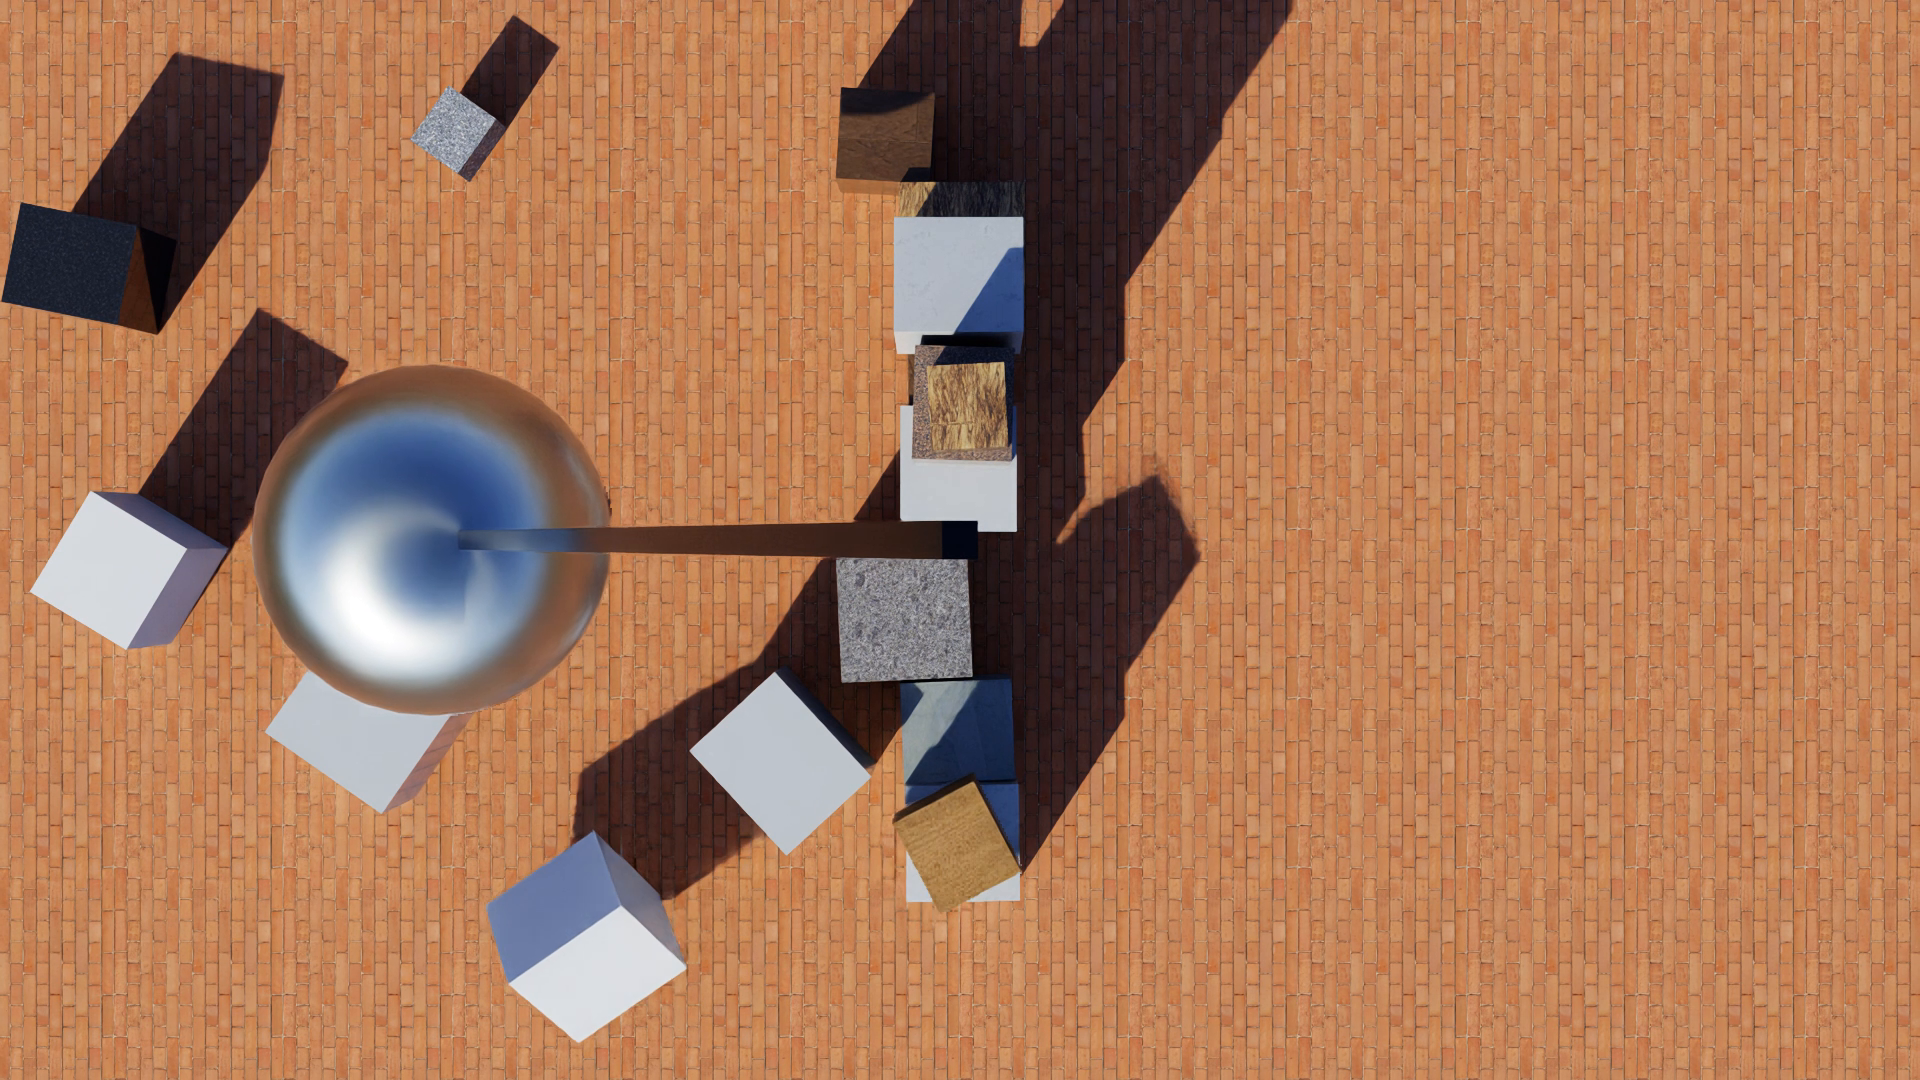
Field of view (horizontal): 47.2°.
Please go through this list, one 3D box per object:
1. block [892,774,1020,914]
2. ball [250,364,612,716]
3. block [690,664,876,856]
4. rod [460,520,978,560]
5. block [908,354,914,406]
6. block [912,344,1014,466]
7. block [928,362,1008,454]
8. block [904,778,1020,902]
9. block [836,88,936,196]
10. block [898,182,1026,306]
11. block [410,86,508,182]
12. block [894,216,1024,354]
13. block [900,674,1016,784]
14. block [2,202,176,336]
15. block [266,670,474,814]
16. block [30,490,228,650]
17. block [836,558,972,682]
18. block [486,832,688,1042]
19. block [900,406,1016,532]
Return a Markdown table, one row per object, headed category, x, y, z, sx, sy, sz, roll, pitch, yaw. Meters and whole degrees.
| category | x | y | z | sx | sy | sz | roll | pitch | yaw |
| --- | --- | --- | --- | --- | --- | --- | --- | --- | --- |
| block | -0.021 | 1.670 | 12.147 | 0.495 | 0.460 | 0.556 | -28 | 90 | -1 |
| ball | -2.392 | 0.000 | 10.015 | 1.600 | 1.600 | 1.600 | 0 | 90 | 0 |
| block | -0.998 | 1.244 | 12.613 | 0.646 | 0.774 | 0.796 | -43 | 90 | 0 |
| rod | -1.037 | 0.000 | 6.897 | 0.080 | 5.200 | 0.080 | 0 | 90 | -23 |
| block | 0.002 | -1.040 | 12.698 | 0.583 | 0.604 | 0.563 | 0 | 90 | 0 |
| block | 0.018 | -0.730 | 12.050 | 0.534 | 0.607 | 0.608 | 2 | 90 | 0 |
| block | 0.040 | -0.688 | 11.529 | 0.396 | 0.434 | 0.434 | -3 | 90 | 0 |
| block | 0.013 | 1.707 | 12.686 | 0.641 | 0.628 | 0.653 | -1 | 90 | 0 |
| block | -0.424 | -2.298 | 12.744 | 0.534 | 0.512 | 0.518 | 3 | 90 | 0 |
| block | 0.011 | -1.676 | 12.713 | 0.710 | 0.573 | 0.696 | 0 | 90 | 0 |
| block | -2.926 | -2.370 | 12.846 | 0.339 | 0.309 | 0.386 | 35 | 90 | 0 |
| block | -0.007 | -1.387 | 12.061 | 0.690 | 0.678 | 0.620 | 0 | 85 | 0 |
| block | -0.014 | 1.088 | 12.754 | 0.634 | 0.493 | 0.570 | -2 | 90 | 0 |
| block | -5.012 | -1.555 | 12.686 | 0.669 | 0.627 | 0.571 | 11 | 90 | 0 |
| block | -3.346 | 1.009 | 12.626 | 0.795 | 0.747 | 0.707 | 35 | 90 | 0 |
| block | -4.762 | 0.169 | 12.649 | 0.629 | 0.702 | 0.659 | 31 | 90 | 0 |
| block | -0.315 | 0.378 | 12.669 | 0.736 | 0.662 | 0.814 | -3 | 90 | 0 |
| block | -2.129 | 2.260 | 12.524 | 0.757 | 0.642 | 0.696 | -35 | 131 | 1 |
| block | -0.008 | -0.401 | 12.677 | 0.653 | 0.647 | 0.707 | 0 | 90 | 0 |
